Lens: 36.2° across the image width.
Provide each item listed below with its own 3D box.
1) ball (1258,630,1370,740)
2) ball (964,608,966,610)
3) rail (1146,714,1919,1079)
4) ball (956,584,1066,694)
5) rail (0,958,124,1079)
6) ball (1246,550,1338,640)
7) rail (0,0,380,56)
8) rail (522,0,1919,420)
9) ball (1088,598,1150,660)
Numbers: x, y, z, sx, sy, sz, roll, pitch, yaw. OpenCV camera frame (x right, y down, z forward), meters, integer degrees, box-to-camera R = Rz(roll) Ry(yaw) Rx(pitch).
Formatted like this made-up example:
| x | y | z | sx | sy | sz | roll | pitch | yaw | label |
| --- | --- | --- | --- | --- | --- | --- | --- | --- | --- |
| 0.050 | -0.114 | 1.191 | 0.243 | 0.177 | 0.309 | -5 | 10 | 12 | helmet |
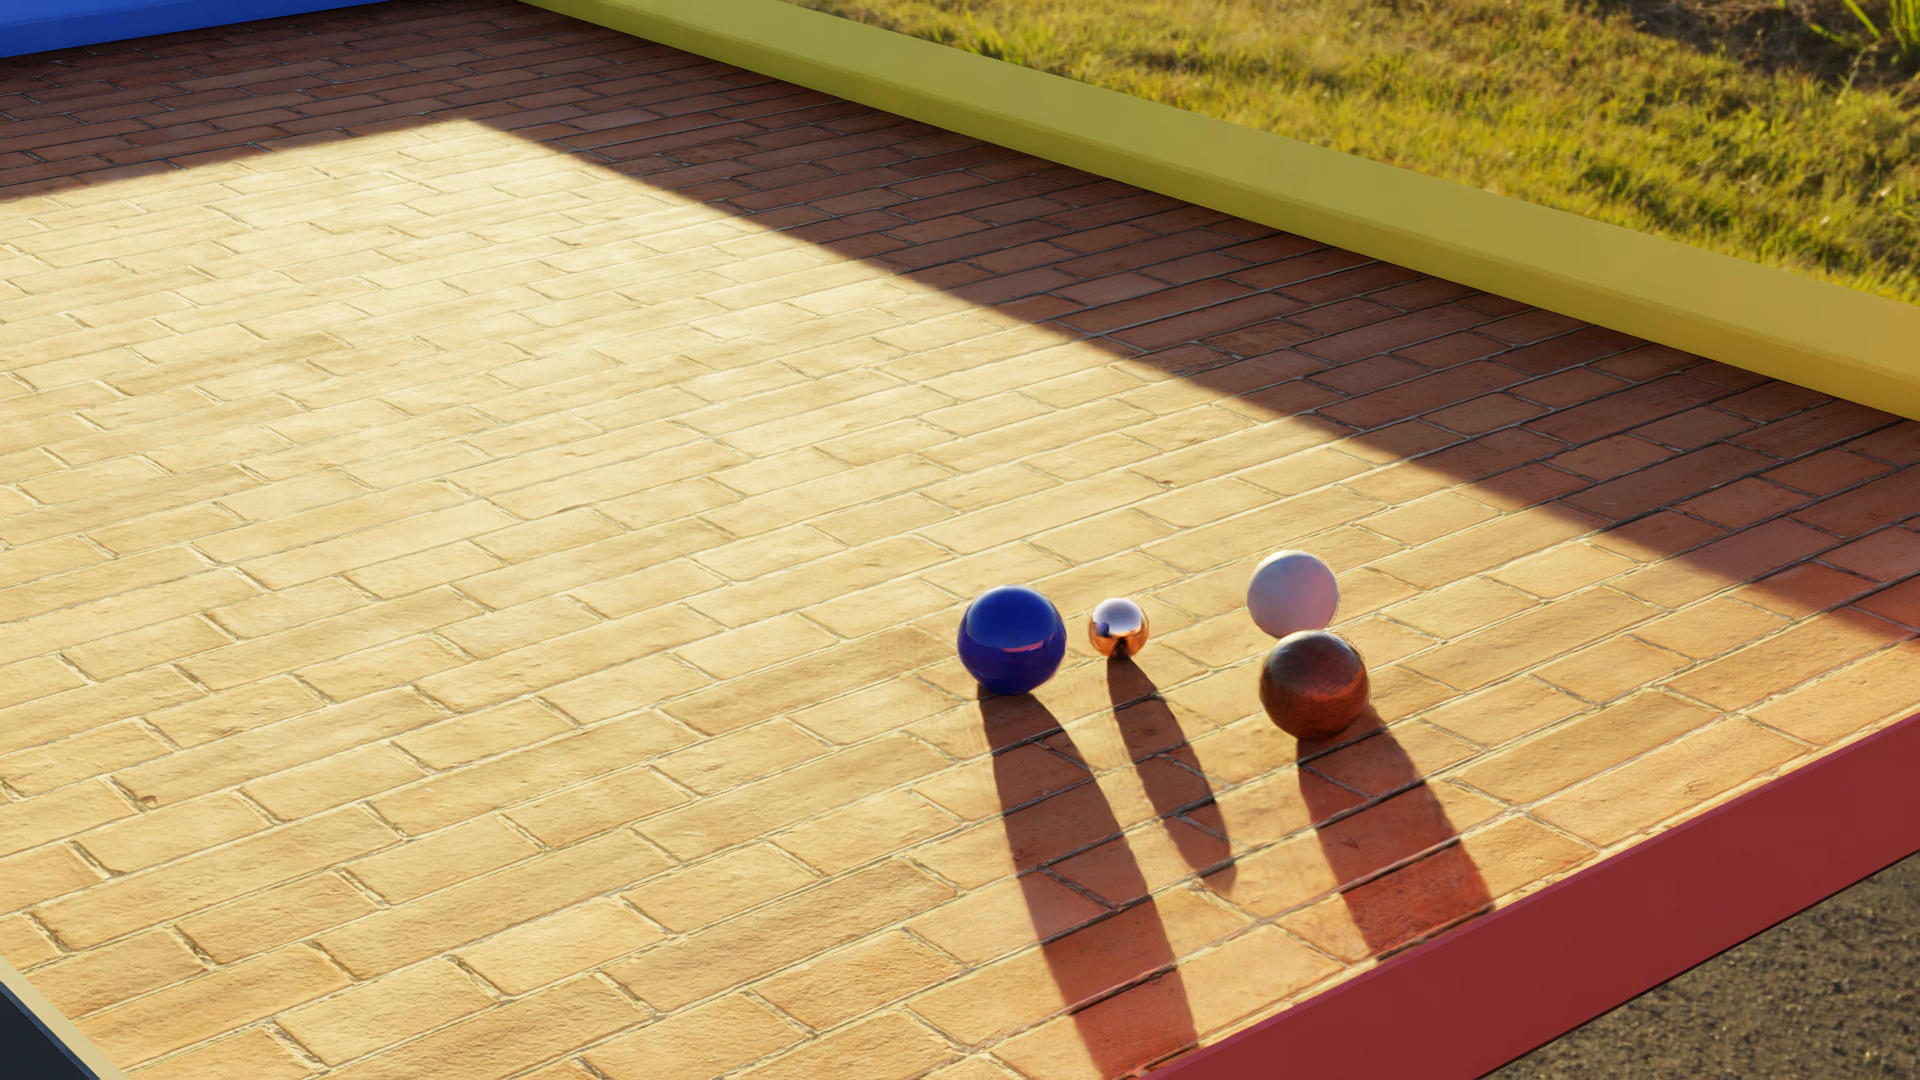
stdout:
| x | y | z | sx | sy | sz | roll | pitch | yaw | label |
| --- | --- | --- | --- | --- | --- | --- | --- | --- | --- |
| 0.263 | 0.108 | 2.190 | 0.083 | 0.083 | 0.083 | 0 | 22 | 0 | ball |
| 0.023 | 0.070 | 2.330 | 0.049 | 0.049 | 0.049 | 0 | 22 | 0 | ball |
| 0.496 | 0.204 | 1.913 | 1.930 | 0.110 | 0.045 | -17 | 28 | -36 | rail |
| 0.040 | 0.076 | 2.265 | 0.085 | 0.085 | 0.085 | 0 | 22 | 0 | ball |
| -1.238 | -0.031 | 2.493 | 0.045 | 0.110 | 3.216 | -17 | 28 | -36 | rail |
| 0.266 | 0.045 | 2.358 | 0.074 | 0.074 | 0.074 | 0 | 22 | 0 | ball |
| -1.518 | -0.715 | 4.181 | 1.930 | 0.110 | 0.045 | -17 | 28 | -36 | rail |
| 0.216 | -0.480 | 3.601 | 0.045 | 0.110 | 3.216 | -17 | 28 | -36 | rail |
| 0.125 | 0.070 | 2.327 | 0.049 | 0.049 | 0.049 | 0 | 22 | 0 | ball |
